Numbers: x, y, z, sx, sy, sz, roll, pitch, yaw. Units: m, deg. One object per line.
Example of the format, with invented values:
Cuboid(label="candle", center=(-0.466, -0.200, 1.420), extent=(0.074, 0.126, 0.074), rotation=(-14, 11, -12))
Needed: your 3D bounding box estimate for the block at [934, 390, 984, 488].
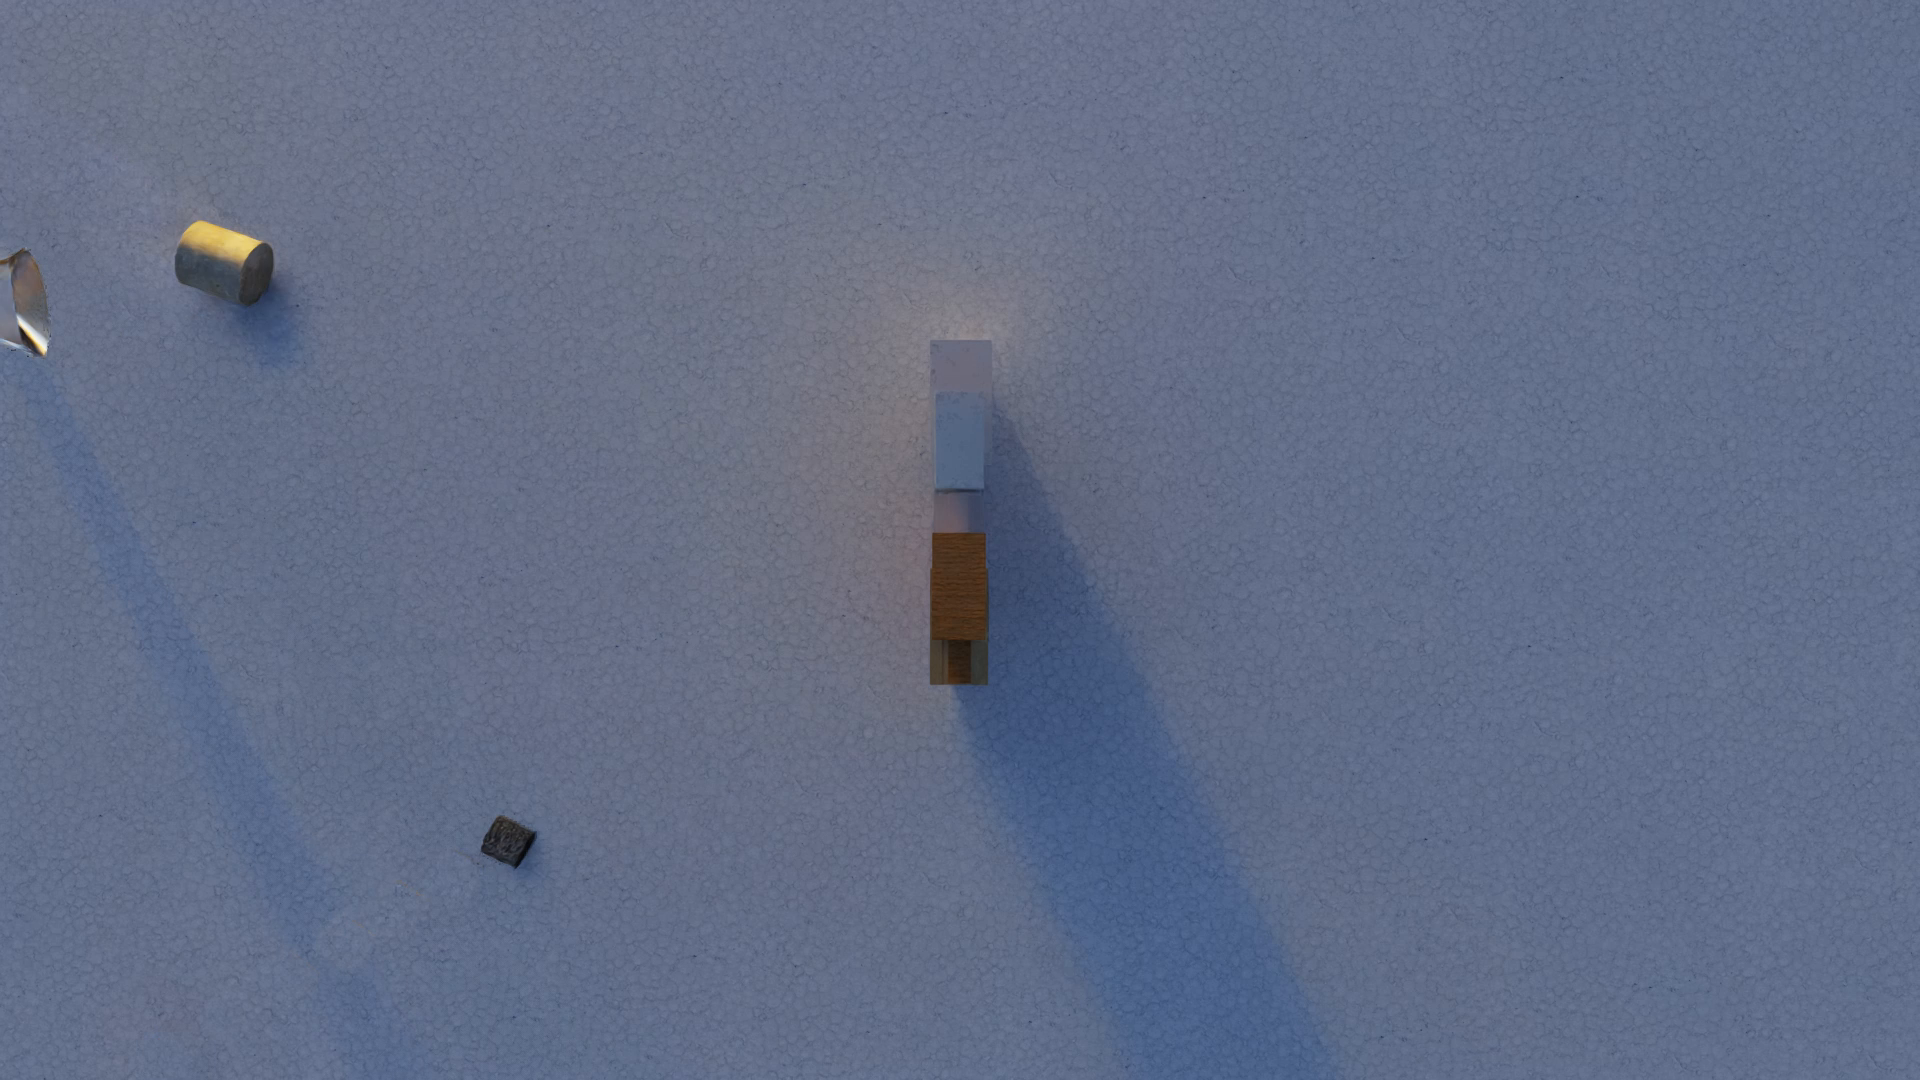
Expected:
Cuboid(label="block", center=(-0.002, -0.272, 4.482), extent=(0.132, 0.037, 0.264), rotation=(0, 90, 0))

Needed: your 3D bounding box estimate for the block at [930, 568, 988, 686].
Cuboid(label="block", center=(-0.002, 0.253, 4.822), extent=(0.169, 0.048, 0.338), rotation=(0, 90, 0))

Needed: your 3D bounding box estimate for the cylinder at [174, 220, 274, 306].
Cuboid(label="cylinder", center=(-2.403, -0.904, 5.392), extent=(0.216, 0.216, 0.216), rotation=(19, 90, 0))

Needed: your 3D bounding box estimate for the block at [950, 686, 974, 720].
Cuboid(label="block", center=(0.004, 0.503, 5.337), extent=(0.076, 0.022, 0.152), rotation=(0, 90, 0))

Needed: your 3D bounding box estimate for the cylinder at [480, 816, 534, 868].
Cuboid(label="cylinder", center=(-1.491, 0.996, 5.436), extent=(0.127, 0.127, 0.127), rotation=(26, 90, 0))

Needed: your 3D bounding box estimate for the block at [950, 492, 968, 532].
Cuboid(label="block", center=(-0.003, -0.080, 4.720), extent=(0.056, 0.016, 0.112), rotation=(0, 90, 0))

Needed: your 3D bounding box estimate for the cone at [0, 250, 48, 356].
Cuboid(label="cone", center=(-2.302, -0.544, 3.843), extent=(0.251, 0.251, 0.251), rotation=(-6, 90, -13))

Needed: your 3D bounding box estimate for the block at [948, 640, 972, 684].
Cuboid(label="block", center=(-0.001, 0.340, 4.660), extent=(0.064, 0.018, 0.129), rotation=(0, 90, 0))

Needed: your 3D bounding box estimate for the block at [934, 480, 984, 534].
Cuboid(label="block", center=(-0.003, -0.068, 4.860), extent=(0.147, 0.042, 0.293), rotation=(0, 90, 0))

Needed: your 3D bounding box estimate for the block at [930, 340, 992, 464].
Cuboid(label="block", center=(0.003, -0.400, 4.790), extent=(0.180, 0.051, 0.359), rotation=(0, 90, 0))

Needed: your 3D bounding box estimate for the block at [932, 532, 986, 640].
Cuboid(label="block", center=(-0.003, 0.126, 4.488), extent=(0.145, 0.041, 0.290), rotation=(0, 90, 0))
